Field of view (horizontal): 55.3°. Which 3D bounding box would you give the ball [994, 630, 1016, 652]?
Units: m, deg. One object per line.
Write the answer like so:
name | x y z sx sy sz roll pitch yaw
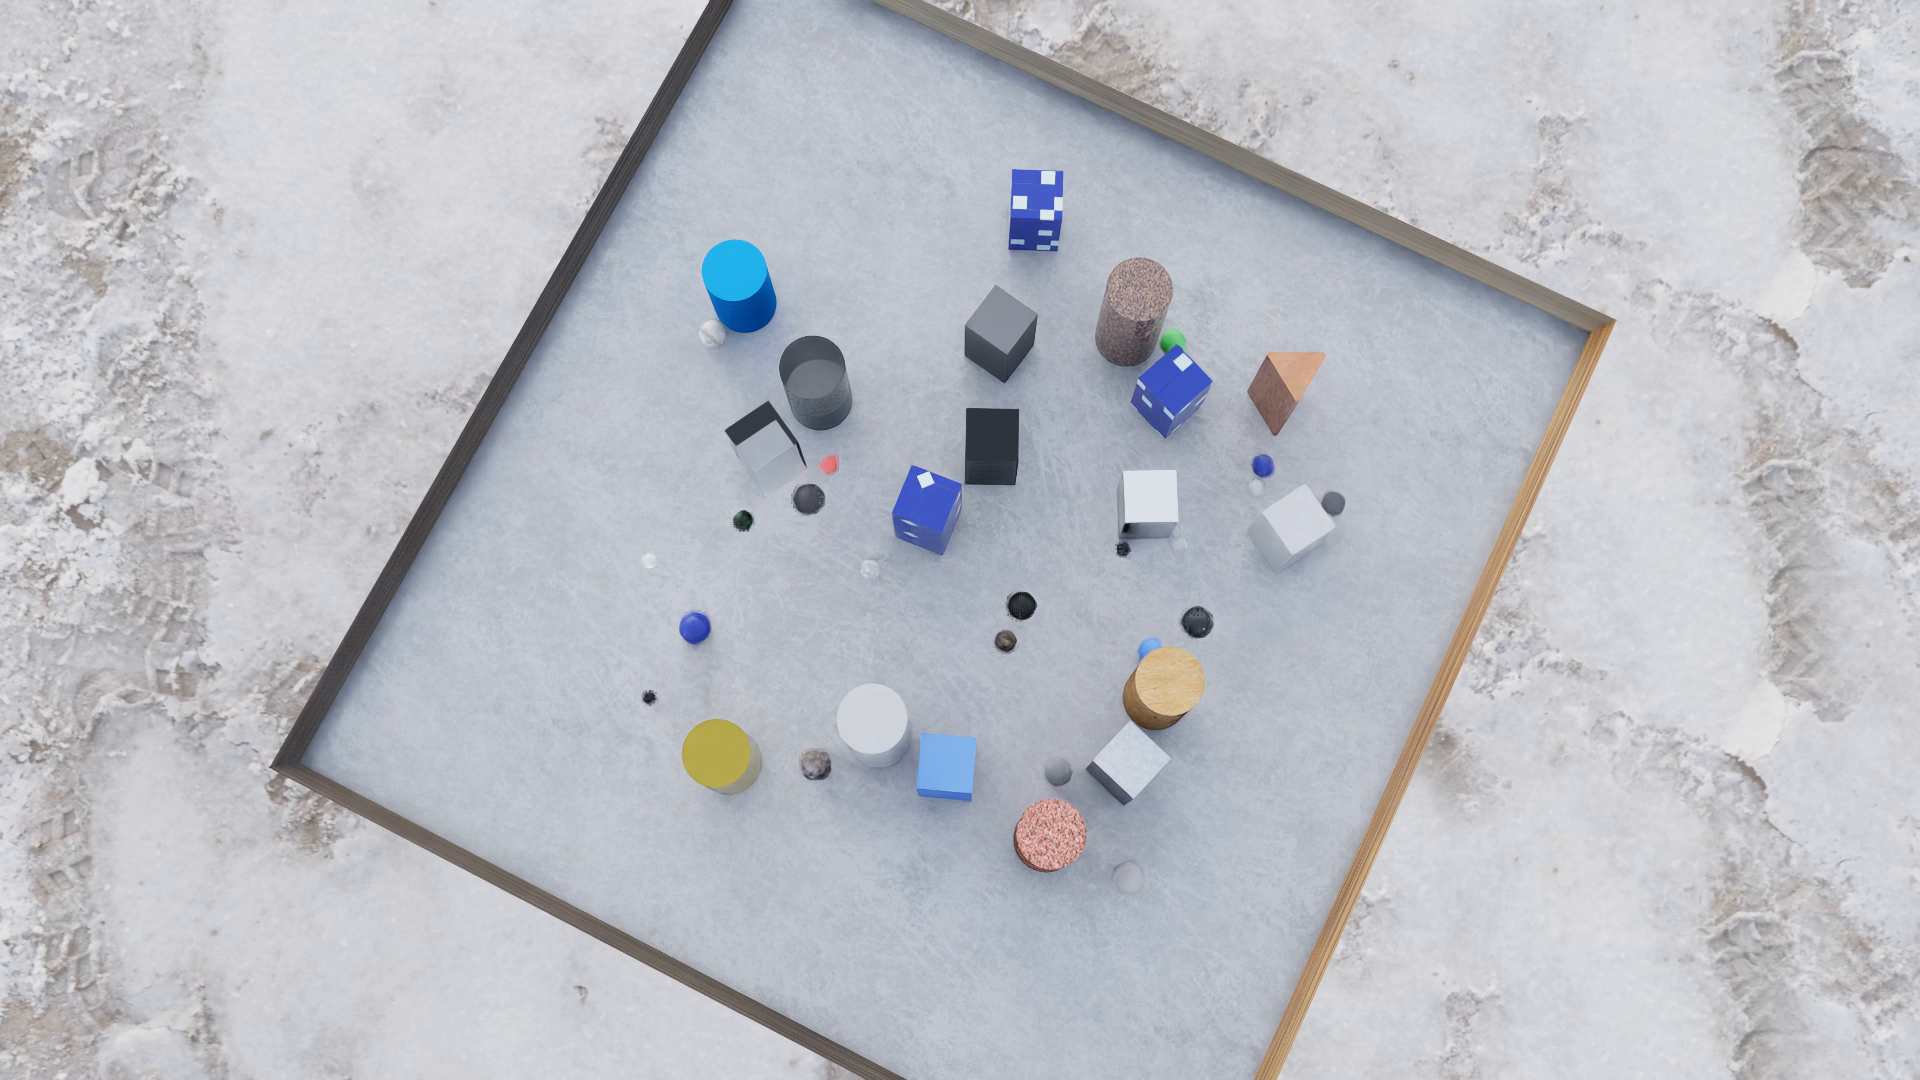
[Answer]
ball | 0.137 0.303 5.520 0.065 0.065 0.065 0 78 0

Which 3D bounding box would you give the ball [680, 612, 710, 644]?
ball | -0.797 0.265 5.513 0.095 0.095 0.095 0 78 0

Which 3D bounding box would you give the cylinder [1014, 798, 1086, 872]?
cylinder | 0.255 0.853 5.267 0.195 0.339 0.195 0 78 0

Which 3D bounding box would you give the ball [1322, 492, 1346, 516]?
ball | 1.141 -0.112 5.603 0.073 0.073 0.073 0 78 0

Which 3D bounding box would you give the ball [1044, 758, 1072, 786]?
ball | 0.291 0.689 5.432 0.083 0.083 0.083 0 78 0

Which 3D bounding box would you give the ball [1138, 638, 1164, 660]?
ball | 0.573 0.333 5.504 0.079 0.079 0.079 0 78 0

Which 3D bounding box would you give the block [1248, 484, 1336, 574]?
block | 0.989 -0.032 5.480 0.156 0.280 0.156 -33 80 -6

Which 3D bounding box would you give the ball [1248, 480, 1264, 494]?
ball | 0.910 -0.163 5.625 0.049 0.049 0.049 0 78 0

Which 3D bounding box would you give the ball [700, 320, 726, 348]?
ball | -0.770 -0.642 5.708 0.081 0.081 0.081 0 78 0

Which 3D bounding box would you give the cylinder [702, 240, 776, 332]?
cylinder | -0.675 -0.776 5.623 0.195 0.301 0.195 0 78 0

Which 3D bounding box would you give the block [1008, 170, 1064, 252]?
block | 0.234 -1.021 5.689 0.156 0.271 0.156 2 78 0

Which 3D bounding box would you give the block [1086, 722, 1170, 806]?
block | 0.484 0.650 5.319 0.156 0.319 0.156 43 81 8

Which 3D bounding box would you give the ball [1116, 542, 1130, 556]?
ball | 0.498 0.028 5.589 0.043 0.043 0.043 0 78 0

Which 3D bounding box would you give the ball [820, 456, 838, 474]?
ball | -0.404 -0.232 5.635 0.057 0.057 0.057 0 78 0

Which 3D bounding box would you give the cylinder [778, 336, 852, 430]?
cylinder | -0.433 -0.470 5.535 0.195 0.350 0.195 0 78 0

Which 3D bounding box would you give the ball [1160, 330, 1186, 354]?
ball | 0.664 -0.613 5.702 0.081 0.081 0.081 0 78 0

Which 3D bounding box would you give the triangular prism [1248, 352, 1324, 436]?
triangular prism | 0.959 -0.469 5.518 0.146 0.383 0.169 30 80 6

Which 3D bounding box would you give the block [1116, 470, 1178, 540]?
block | 0.562 -0.104 5.515 0.156 0.242 0.156 -1 78 0

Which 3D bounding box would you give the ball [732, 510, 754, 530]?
ball | -0.663 -0.060 5.597 0.062 0.062 0.062 0 78 0

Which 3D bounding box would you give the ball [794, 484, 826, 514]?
ball | -0.459 -0.124 5.589 0.096 0.096 0.096 0 78 0

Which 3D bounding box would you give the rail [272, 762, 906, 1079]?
rail | -0.667 1.313 5.279 2.997 0.127 0.045 26 80 5

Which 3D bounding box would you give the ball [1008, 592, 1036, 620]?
ball | 0.188 0.199 5.531 0.087 0.087 0.087 0 78 0

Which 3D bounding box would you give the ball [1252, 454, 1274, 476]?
ball | 0.931 -0.229 5.629 0.068 0.068 0.068 0 78 0

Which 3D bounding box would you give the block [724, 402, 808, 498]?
block | -0.579 -0.269 5.504 0.156 0.329 0.156 -35 80 -7

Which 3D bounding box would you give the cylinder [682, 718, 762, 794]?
cylinder | -0.690 0.633 5.332 0.195 0.301 0.195 0 78 0

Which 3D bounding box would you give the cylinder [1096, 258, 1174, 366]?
cylinder | 0.521 -0.682 5.530 0.195 0.446 0.195 0 78 0

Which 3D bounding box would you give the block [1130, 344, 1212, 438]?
block | 0.640 -0.448 5.569 0.156 0.276 0.156 -41 81 -8

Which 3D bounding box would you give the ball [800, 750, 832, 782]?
ball | -0.427 0.668 5.431 0.094 0.094 0.094 0 78 0

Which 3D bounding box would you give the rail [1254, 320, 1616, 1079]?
rail | 1.319 0.653 5.416 0.045 0.127 3.031 26 80 5

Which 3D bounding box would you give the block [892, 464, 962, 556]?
block | -0.096 -0.085 5.460 0.156 0.341 0.156 21 79 4

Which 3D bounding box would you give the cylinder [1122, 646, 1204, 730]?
cylinder | 0.587 0.435 5.320 0.195 0.404 0.195 0 78 0

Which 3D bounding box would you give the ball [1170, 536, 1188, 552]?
ball | 0.669 0.013 5.588 0.051 0.051 0.051 0 78 0

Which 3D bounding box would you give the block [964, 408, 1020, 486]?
block | 0.095 -0.278 5.514 0.156 0.313 0.156 1 78 0

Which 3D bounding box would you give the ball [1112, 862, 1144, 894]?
ball | 0.491 0.988 5.364 0.094 0.094 0.094 0 78 0

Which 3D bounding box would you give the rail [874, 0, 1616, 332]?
rail | 0.667 -1.300 5.820 2.997 0.127 0.045 26 80 5

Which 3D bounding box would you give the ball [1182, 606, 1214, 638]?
ball | 0.717 0.248 5.516 0.097 0.097 0.097 0 78 0

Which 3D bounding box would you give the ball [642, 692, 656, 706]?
ball | -0.931 0.476 5.497 0.042 0.042 0.042 0 78 0

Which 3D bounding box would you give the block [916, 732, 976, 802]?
block | -0.037 0.660 5.304 0.156 0.345 0.156 5 78 1

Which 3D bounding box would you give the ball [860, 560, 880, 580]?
ball | -0.271 0.090 5.568 0.059 0.059 0.059 0 78 0

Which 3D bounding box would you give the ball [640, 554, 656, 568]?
ball | -0.949 0.064 5.579 0.048 0.048 0.048 0 78 0

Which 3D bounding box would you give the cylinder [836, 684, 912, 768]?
cylinder | -0.243 0.539 5.274 0.195 0.452 0.195 0 78 0

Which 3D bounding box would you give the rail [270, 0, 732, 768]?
rail | -1.319 -0.639 5.683 0.045 0.127 3.031 26 80 5

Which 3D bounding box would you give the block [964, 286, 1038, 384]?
block | 0.123 -0.625 5.592 0.156 0.301 0.156 36 81 7
